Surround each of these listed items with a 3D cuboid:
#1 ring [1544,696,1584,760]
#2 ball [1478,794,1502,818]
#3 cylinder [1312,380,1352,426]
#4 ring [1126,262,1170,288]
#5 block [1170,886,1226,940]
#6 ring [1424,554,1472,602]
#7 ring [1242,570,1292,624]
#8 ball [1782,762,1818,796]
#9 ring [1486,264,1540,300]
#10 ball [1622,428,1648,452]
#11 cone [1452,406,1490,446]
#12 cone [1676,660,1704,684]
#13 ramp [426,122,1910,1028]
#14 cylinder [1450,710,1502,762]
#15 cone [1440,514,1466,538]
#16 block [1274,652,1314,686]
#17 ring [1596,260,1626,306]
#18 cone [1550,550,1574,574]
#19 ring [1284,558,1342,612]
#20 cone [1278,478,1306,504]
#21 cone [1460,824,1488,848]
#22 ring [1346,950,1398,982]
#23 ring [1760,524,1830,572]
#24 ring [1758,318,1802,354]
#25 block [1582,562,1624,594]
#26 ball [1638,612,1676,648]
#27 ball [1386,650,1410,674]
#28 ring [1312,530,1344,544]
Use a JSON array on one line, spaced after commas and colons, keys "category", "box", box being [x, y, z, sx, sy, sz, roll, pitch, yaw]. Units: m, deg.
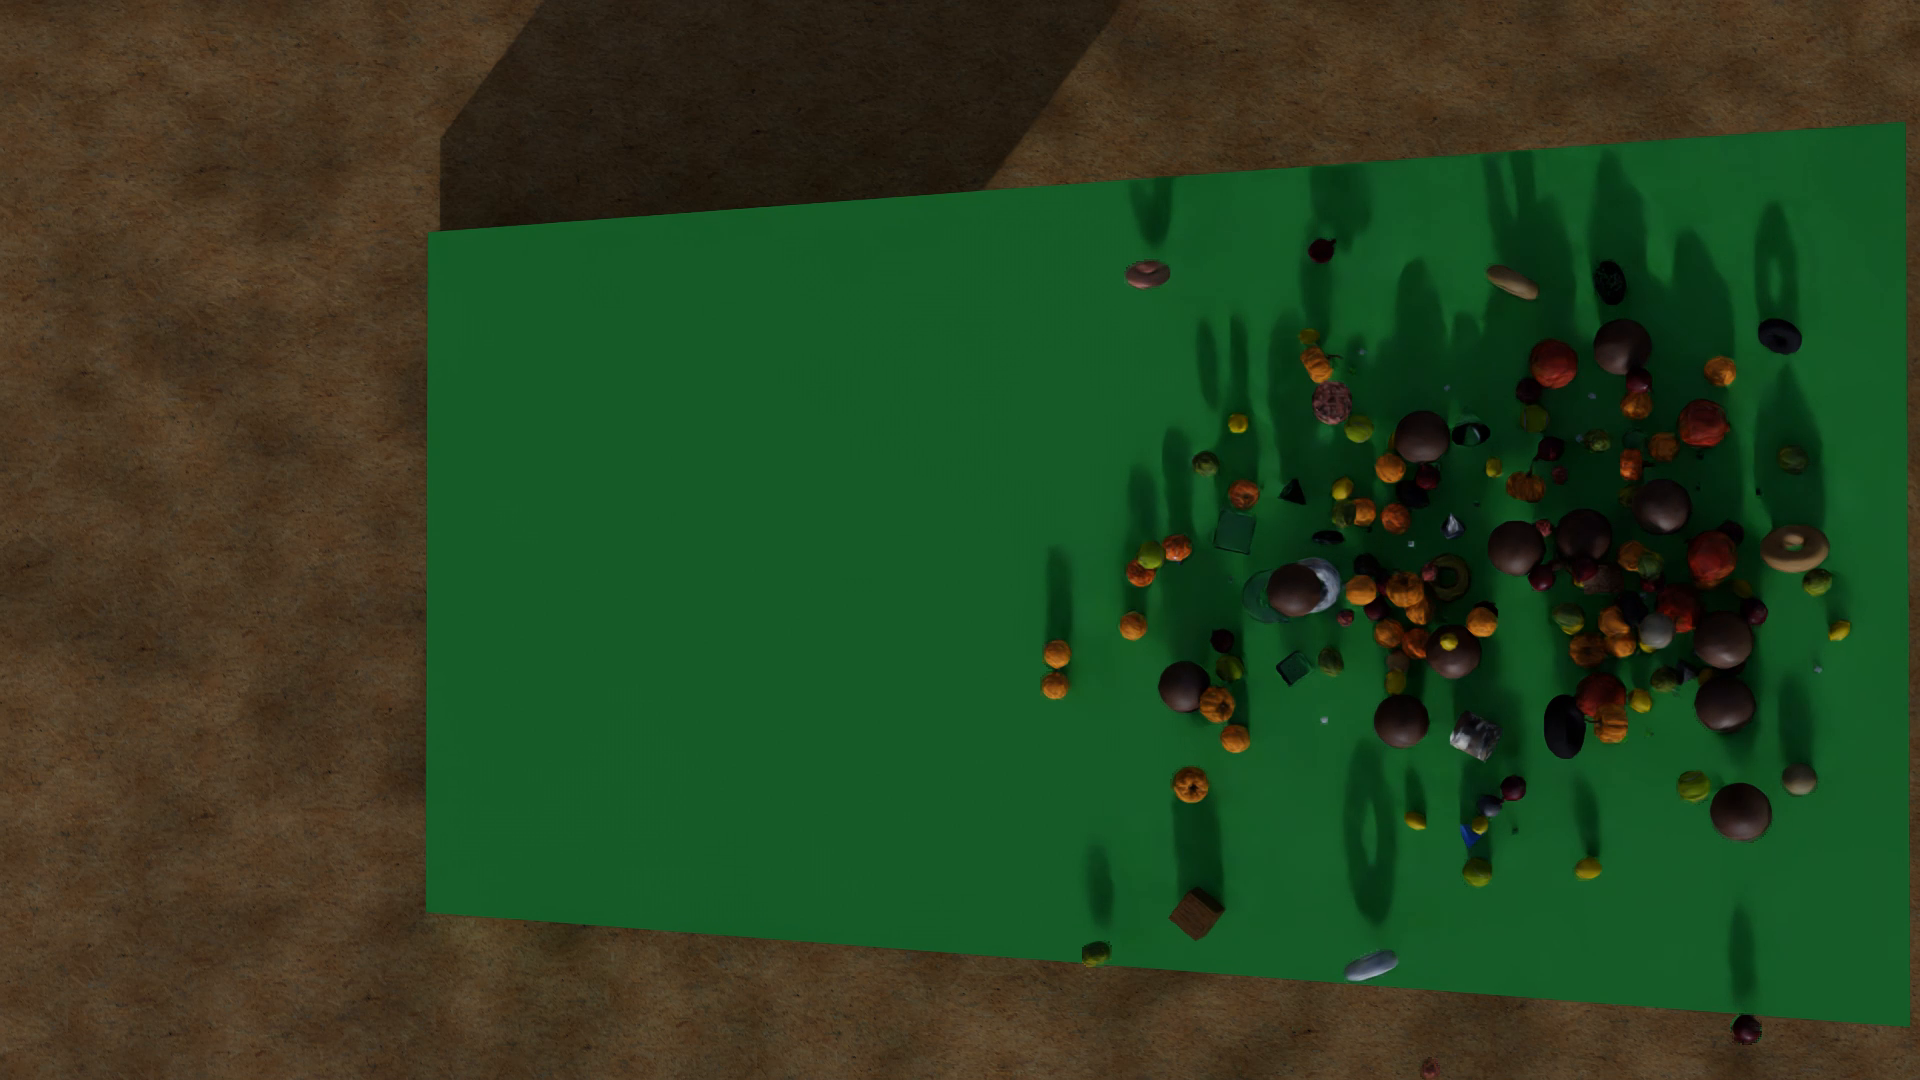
[{"category": "ring", "box": [1.396, 0.432, 5.079, 0.049, 0.148, 0.148, -4, 89, 42]}, {"category": "ball", "box": [1.250, 0.629, 5.192, 0.054, 0.054, 0.054, 0, 89, 0]}, {"category": "cylinder", "box": [0.872, -0.321, 5.154, 0.091, 0.091, 0.091, -1, 84, 10]}, {"category": "ring", "box": [0.471, -0.664, 5.505, 0.112, 0.112, 0.037, -11, 119, 0]}, {"category": "block", "box": [0.589, 0.928, 5.461, 0.087, 0.087, 0.087, 39, 104, 19]}, {"category": "ring", "box": [1.163, 0.090, 5.246, 0.116, 0.039, 0.116, 0, 90, 23]}, {"category": "ring", "box": [0.759, 0.140, 5.419, 0.134, 0.045, 0.134, -1, 87, 24]}, {"category": "ball", "box": [1.874, 0.533, 4.909, 0.073, 0.073, 0.073, 0, 89, 0]}, {"category": "ring", "box": [1.291, -0.602, 5.138, 0.135, 0.135, 0.045, 27, 99, 0]}, {"category": "ball", "box": [1.556, -0.230, 5.066, 0.058, 0.058, 0.058, 0, 89, 0]}, {"category": "cone", "box": [1.208, -0.285, 5.225, 0.090, 0.090, 0.090, 1, 54, 0]}, {"category": "cone", "box": [1.674, 0.302, 5.025, 0.058, 0.058, 0.058, 2, 89, -3]}, {"category": "ramp", "box": [0.283, 0.084, 5.708, 4.000, 0.100, 2.000, 0, 89, 24]}, {"category": "cylinder", "box": [1.217, 0.462, 5.186, 0.091, 0.091, 0.091, 27, 89, 24]}, {"category": "cone", "box": [1.167, -0.045, 5.218, 0.059, 0.059, 0.059, -10, 48, 11]}, {"category": "block", "box": [0.819, 0.315, 5.382, 0.061, 0.061, 0.061, -41, 74, 18]}, {"category": "ring", "box": [1.500, -0.593, 5.075, 0.035, 0.105, 0.105, -12, 89, -10]}, {"category": "cone", "box": [1.388, 0.059, 5.106, 0.052, 0.052, 0.052, 38, 117, 0]}, {"category": "ring", "box": [0.859, 0.110, 5.354, 0.140, 0.047, 0.140, 2, 109, 5]}, {"category": "cone", "box": [0.829, -0.105, 5.400, 0.065, 0.065, 0.065, 38, 89, -12]}, {"category": "cone", "box": [1.227, 0.694, 5.217, 0.060, 0.060, 0.060, -18, 89, -4]}, {"category": "ring", "box": [0.980, 1.013, 5.236, 0.132, 0.132, 0.044, -21, 81, 0]}, {"category": "ring", "box": [1.858, 0.018, 4.895, 0.146, 0.146, 0.049, -20, 123, 0]}, {"category": "ring", "box": [1.837, -0.456, 4.928, 0.100, 0.100, 0.033, 37, 70, 0]}, {"category": "block", "box": [1.484, 0.088, 5.076, 0.067, 0.067, 0.067, -4, 90, 43]}, {"category": "ball", "box": [1.554, 0.202, 4.901, 0.081, 0.081, 0.081, 0, 89, 0]}, {"category": "ball", "box": [1.053, 0.292, 5.281, 0.058, 0.058, 0.058, 0, 89, 0]}, {"category": "ring", "box": [0.894, -0.006, 5.345, 0.075, 0.075, 0.025, 0, 102, 0]}]
